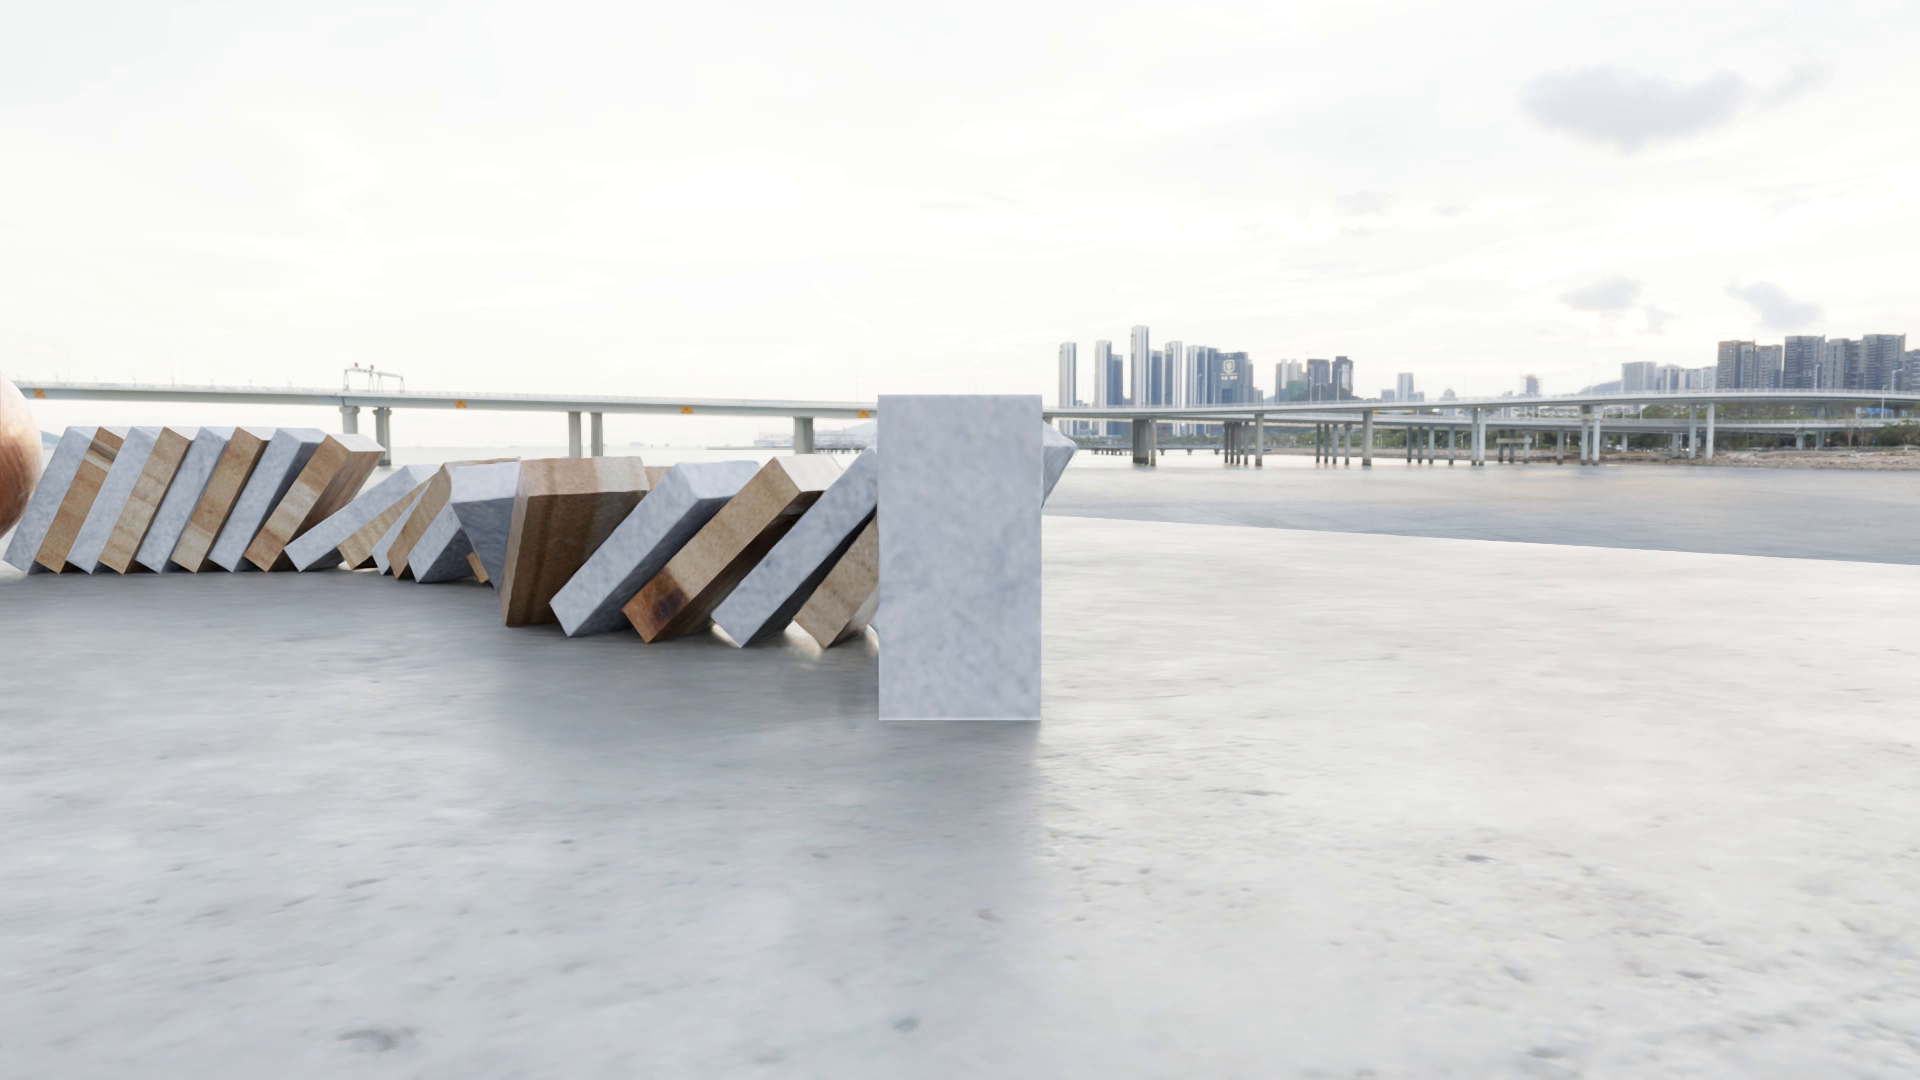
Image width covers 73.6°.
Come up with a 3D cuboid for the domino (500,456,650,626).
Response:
[{"bbox_3d":[-0.088,0.001,0.288,0.025,0.009,0.050,-4,-34,-28],"label":"domino"}]

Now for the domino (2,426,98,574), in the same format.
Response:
[{"bbox_3d":[-0.298,-0.014,0.431,0.010,0.050,0.025,29,5,0],"label":"domino"}]

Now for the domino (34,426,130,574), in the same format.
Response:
[{"bbox_3d":[-0.287,-0.014,0.431,0.009,0.050,0.025,29,5,0],"label":"domino"}]

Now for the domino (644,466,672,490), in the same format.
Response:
[{"bbox_3d":[-0.089,-0.003,0.364,0.025,0.010,0.050,-1,-30,-41],"label":"domino"}]

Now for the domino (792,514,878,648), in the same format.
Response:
[{"bbox_3d":[-0.013,0.000,0.274,0.009,0.050,0.025,41,12,7],"label":"domino"}]

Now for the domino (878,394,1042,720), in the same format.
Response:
[{"bbox_3d":[0.000,0.002,0.201,0.025,0.050,0.009,0,4,0],"label":"domino"}]

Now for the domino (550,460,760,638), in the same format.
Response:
[{"bbox_3d":[-0.065,0.002,0.283,0.050,0.009,0.025,-42,-17,27],"label":"domino"}]

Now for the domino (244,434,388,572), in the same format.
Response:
[{"bbox_3d":[-0.218,-0.013,0.435,0.009,0.050,0.025,37,5,-1],"label":"domino"}]

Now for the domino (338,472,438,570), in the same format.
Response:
[{"bbox_3d":[-0.180,-0.008,0.430,0.050,0.009,0.025,-34,-4,9],"label":"domino"}]

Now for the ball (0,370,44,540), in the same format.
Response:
[{"bbox_3d":[-0.341,-0.028,0.409,0.080,0.080,0.080,0,4,0],"label":"ball"}]

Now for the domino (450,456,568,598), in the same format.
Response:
[{"bbox_3d":[-0.100,0.000,0.302,0.025,0.009,0.050,-6,-32,-7],"label":"domino"}]

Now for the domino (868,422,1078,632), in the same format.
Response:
[{"bbox_3d":[0.003,-0.001,0.263,0.009,0.050,0.025,39,22,24],"label":"domino"}]

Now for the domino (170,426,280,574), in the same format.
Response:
[{"bbox_3d":[-0.243,-0.014,0.433,0.009,0.050,0.025,29,5,0],"label":"domino"}]

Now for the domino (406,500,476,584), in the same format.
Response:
[{"bbox_3d":[-0.144,-0.005,0.386,0.025,0.009,0.050,-10,-23,-50],"label":"domino"}]

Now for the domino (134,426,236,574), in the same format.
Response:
[{"bbox_3d":[-0.254,-0.014,0.431,0.009,0.050,0.025,29,5,0],"label":"domino"}]

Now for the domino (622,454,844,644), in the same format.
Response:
[{"bbox_3d":[-0.048,0.002,0.278,0.050,0.010,0.025,-42,-11,19],"label":"domino"}]

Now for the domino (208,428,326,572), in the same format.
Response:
[{"bbox_3d":[-0.232,-0.014,0.435,0.010,0.050,0.025,30,5,-1],"label":"domino"}]

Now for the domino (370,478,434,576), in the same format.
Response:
[{"bbox_3d":[-0.166,-0.007,0.415,0.050,0.010,0.025,-39,-16,28],"label":"domino"}]

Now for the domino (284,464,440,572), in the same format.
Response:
[{"bbox_3d":[-0.200,-0.008,0.435,0.050,0.009,0.025,-33,2,3],"label":"domino"}]

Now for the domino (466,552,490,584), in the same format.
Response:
[{"bbox_3d":[-0.121,-0.005,0.387,0.050,0.010,0.025,-33,-7,14],"label":"domino"}]

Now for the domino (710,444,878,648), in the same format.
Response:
[{"bbox_3d":[-0.029,0.001,0.275,0.010,0.050,0.025,46,12,6],"label":"domino"}]

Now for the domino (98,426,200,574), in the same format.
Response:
[{"bbox_3d":[-0.265,-0.014,0.429,0.009,0.050,0.025,29,5,0],"label":"domino"}]

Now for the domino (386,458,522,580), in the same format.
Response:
[{"bbox_3d":[-0.156,-0.007,0.398,0.025,0.009,0.050,-10,-26,-50],"label":"domino"}]

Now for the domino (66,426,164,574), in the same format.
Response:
[{"bbox_3d":[-0.276,-0.014,0.430,0.009,0.050,0.025,29,5,0],"label":"domino"}]
